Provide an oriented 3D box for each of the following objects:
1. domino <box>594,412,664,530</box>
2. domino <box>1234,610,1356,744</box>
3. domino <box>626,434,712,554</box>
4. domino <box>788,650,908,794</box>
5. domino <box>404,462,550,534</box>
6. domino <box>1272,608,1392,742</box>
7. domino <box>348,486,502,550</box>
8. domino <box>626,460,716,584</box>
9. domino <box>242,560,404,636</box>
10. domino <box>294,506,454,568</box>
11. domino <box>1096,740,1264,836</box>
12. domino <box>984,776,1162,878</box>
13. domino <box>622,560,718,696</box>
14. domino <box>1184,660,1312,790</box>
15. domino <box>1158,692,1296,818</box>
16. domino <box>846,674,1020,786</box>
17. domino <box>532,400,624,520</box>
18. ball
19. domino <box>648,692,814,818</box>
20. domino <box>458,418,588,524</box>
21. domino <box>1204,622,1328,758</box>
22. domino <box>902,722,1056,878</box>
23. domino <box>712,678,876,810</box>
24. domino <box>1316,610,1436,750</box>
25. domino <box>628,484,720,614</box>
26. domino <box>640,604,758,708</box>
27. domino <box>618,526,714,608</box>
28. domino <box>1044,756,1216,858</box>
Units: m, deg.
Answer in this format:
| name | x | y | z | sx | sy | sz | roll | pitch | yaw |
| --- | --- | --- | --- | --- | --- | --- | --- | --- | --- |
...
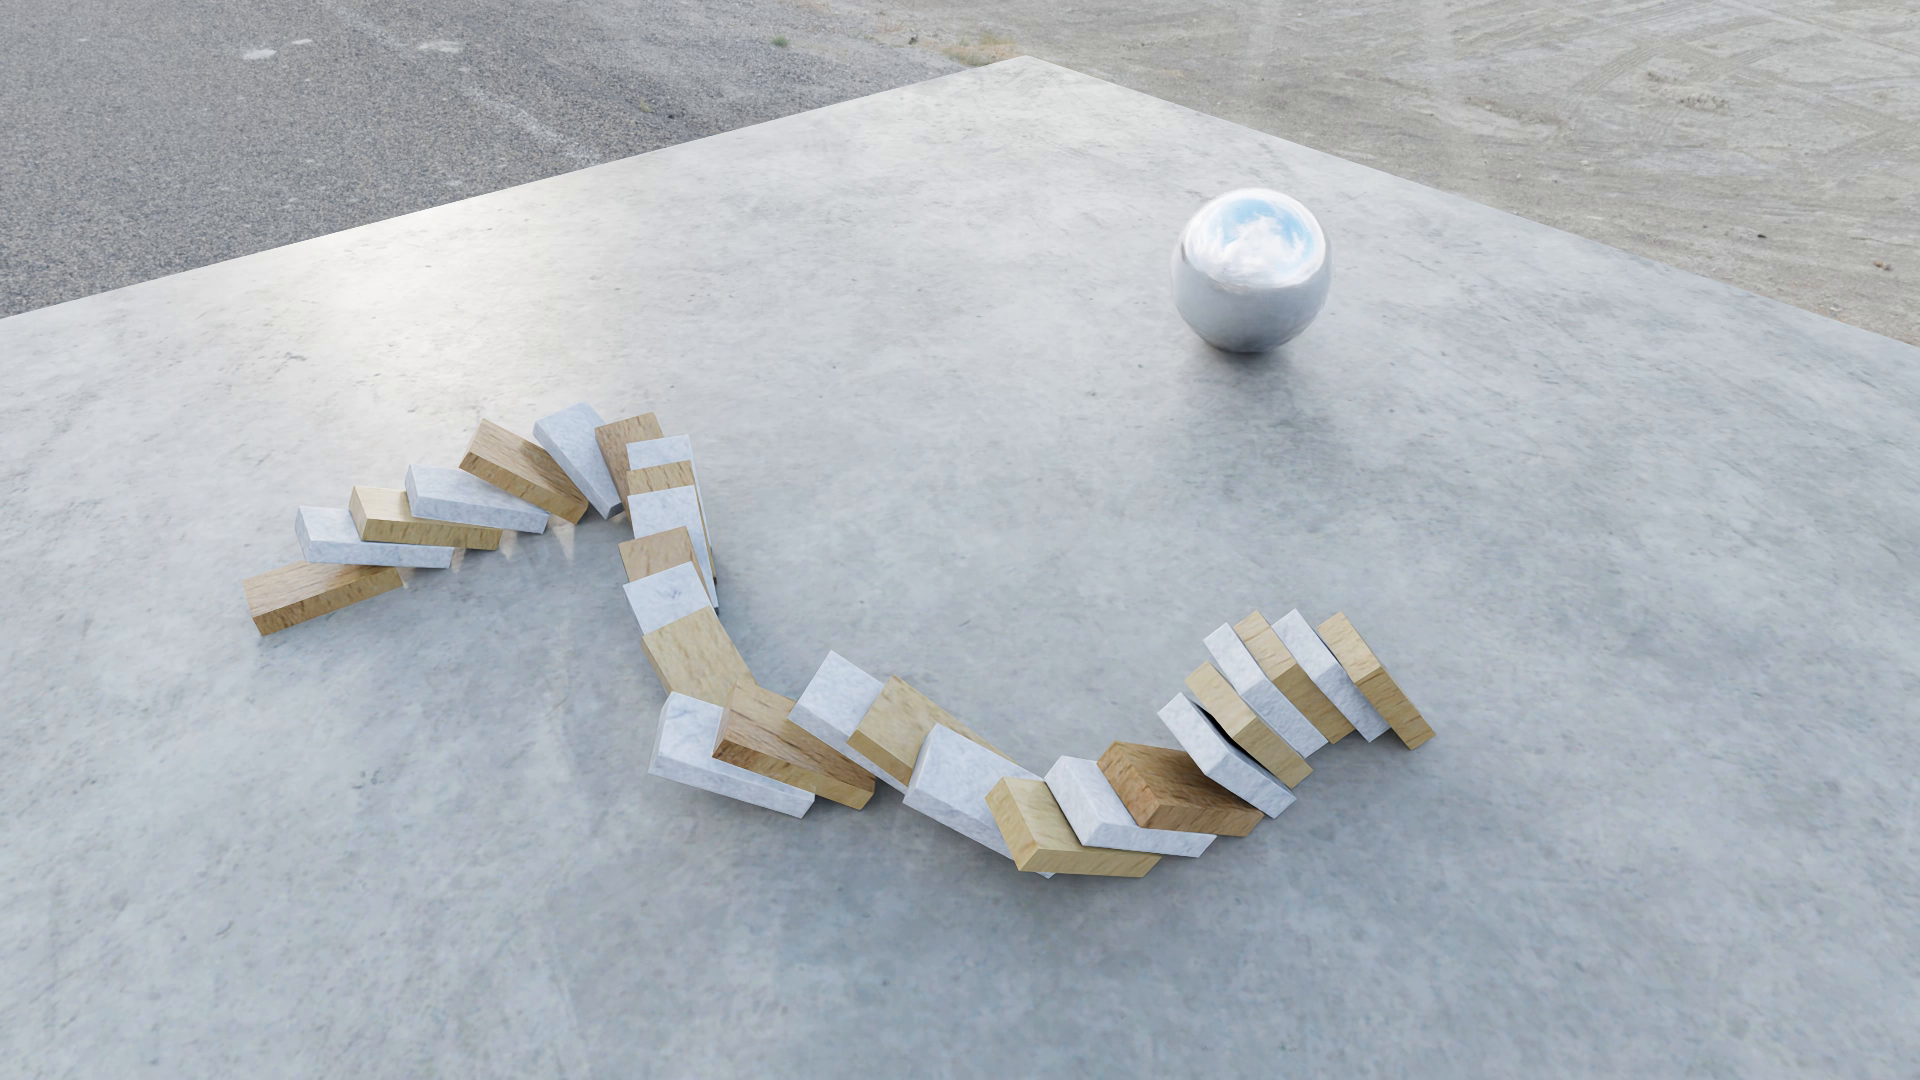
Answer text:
| name | x | y | z | sx | sy | sz | roll | pitch | yaw |
| --- | --- | --- | --- | --- | --- | --- | --- | --- | --- |
| domino | -0.130 | -0.026 | 0.456 | 0.025 | 0.009 | 0.050 | -20 | 76 | -23 |
| domino | 0.110 | 0.045 | 0.360 | 0.009 | 0.050 | 0.025 | -39 | 40 | 12 |
| domino | -0.117 | -0.016 | 0.444 | 0.025 | 0.010 | 0.050 | -11 | 72 | -14 |
| domino | -0.027 | 0.060 | 0.352 | 0.050 | 0.010 | 0.025 | 34 | 41 | -3 |
| domino | -0.195 | -0.017 | 0.445 | 0.050 | 0.010 | 0.025 | 10 | 28 | -39 |
| domino | 0.122 | 0.045 | 0.360 | 0.009 | 0.050 | 0.025 | -39 | 41 | 12 |
| domino | -0.211 | -0.009 | 0.435 | 0.050 | 0.009 | 0.025 | 7 | 27 | -43 |
| domino | -0.113 | -0.005 | 0.430 | 0.025 | 0.010 | 0.050 | -12 | 72 | -14 |
| domino | -0.245 | 0.017 | 0.423 | 0.050 | 0.010 | 0.025 | -24 | 45 | -26 |
| domino | -0.227 | -0.001 | 0.426 | 0.050 | 0.010 | 0.025 | 5 | 28 | -43 |
| domino | 0.067 | 0.075 | 0.331 | 0.050 | 0.010 | 0.025 | 16 | 27 | -39 |
| domino | 0.033 | 0.084 | 0.320 | 0.050 | 0.010 | 0.025 | 16 | 30 | -37 |
| domino | -0.096 | 0.035 | 0.383 | 0.025 | 0.010 | 0.050 | -21 | 72 | -24 |
| domino | 0.091 | 0.058 | 0.344 | 0.010 | 0.050 | 0.025 | -43 | 45 | 8 |
| domino | 0.082 | 0.066 | 0.335 | 0.009 | 0.050 | 0.025 | -45 | 44 | 10 |
| domino | -0.008 | 0.067 | 0.344 | 0.050 | 0.010 | 0.025 | 36 | 45 | -2 |
| domino | -0.154 | -0.034 | 0.466 | 0.050 | 0.009 | 0.025 | 48 | 47 | 8 |
| ball | 0.146 | -0.135 | 0.552 | 0.080 | 0.080 | 0.080 | 0 | 39 | 0 |
| domino | -0.070 | 0.067 | 0.343 | 0.050 | 0.010 | 0.025 | 22 | 35 | -20 |
| domino | -0.178 | -0.028 | 0.454 | 0.050 | 0.010 | 0.025 | 30 | 28 | -27 |
| domino | 0.099 | 0.049 | 0.355 | 0.010 | 0.050 | 0.025 | -39 | 40 | 12 |
| domino | 0.010 | 0.078 | 0.331 | 0.050 | 0.010 | 0.025 | 29 | 41 | -8 |
| domino | -0.051 | 0.064 | 0.346 | 0.050 | 0.009 | 0.025 | 24 | 35 | -17 |
| domino | 0.136 | 0.046 | 0.359 | 0.010 | 0.050 | 0.025 | -37 | 39 | 15 |
| domino | -0.109 | 0.006 | 0.416 | 0.025 | 0.009 | 0.050 | -11 | 72 | -14 |
| domino | -0.083 | 0.049 | 0.367 | 0.025 | 0.010 | 0.050 | -26 | 72 | -29 |
| domino | -0.104 | 0.022 | 0.399 | 0.025 | 0.010 | 0.050 | -17 | 71 | -19 |
| domino | 0.051 | 0.079 | 0.326 | 0.050 | 0.009 | 0.025 | 17 | 27 | -37 |
